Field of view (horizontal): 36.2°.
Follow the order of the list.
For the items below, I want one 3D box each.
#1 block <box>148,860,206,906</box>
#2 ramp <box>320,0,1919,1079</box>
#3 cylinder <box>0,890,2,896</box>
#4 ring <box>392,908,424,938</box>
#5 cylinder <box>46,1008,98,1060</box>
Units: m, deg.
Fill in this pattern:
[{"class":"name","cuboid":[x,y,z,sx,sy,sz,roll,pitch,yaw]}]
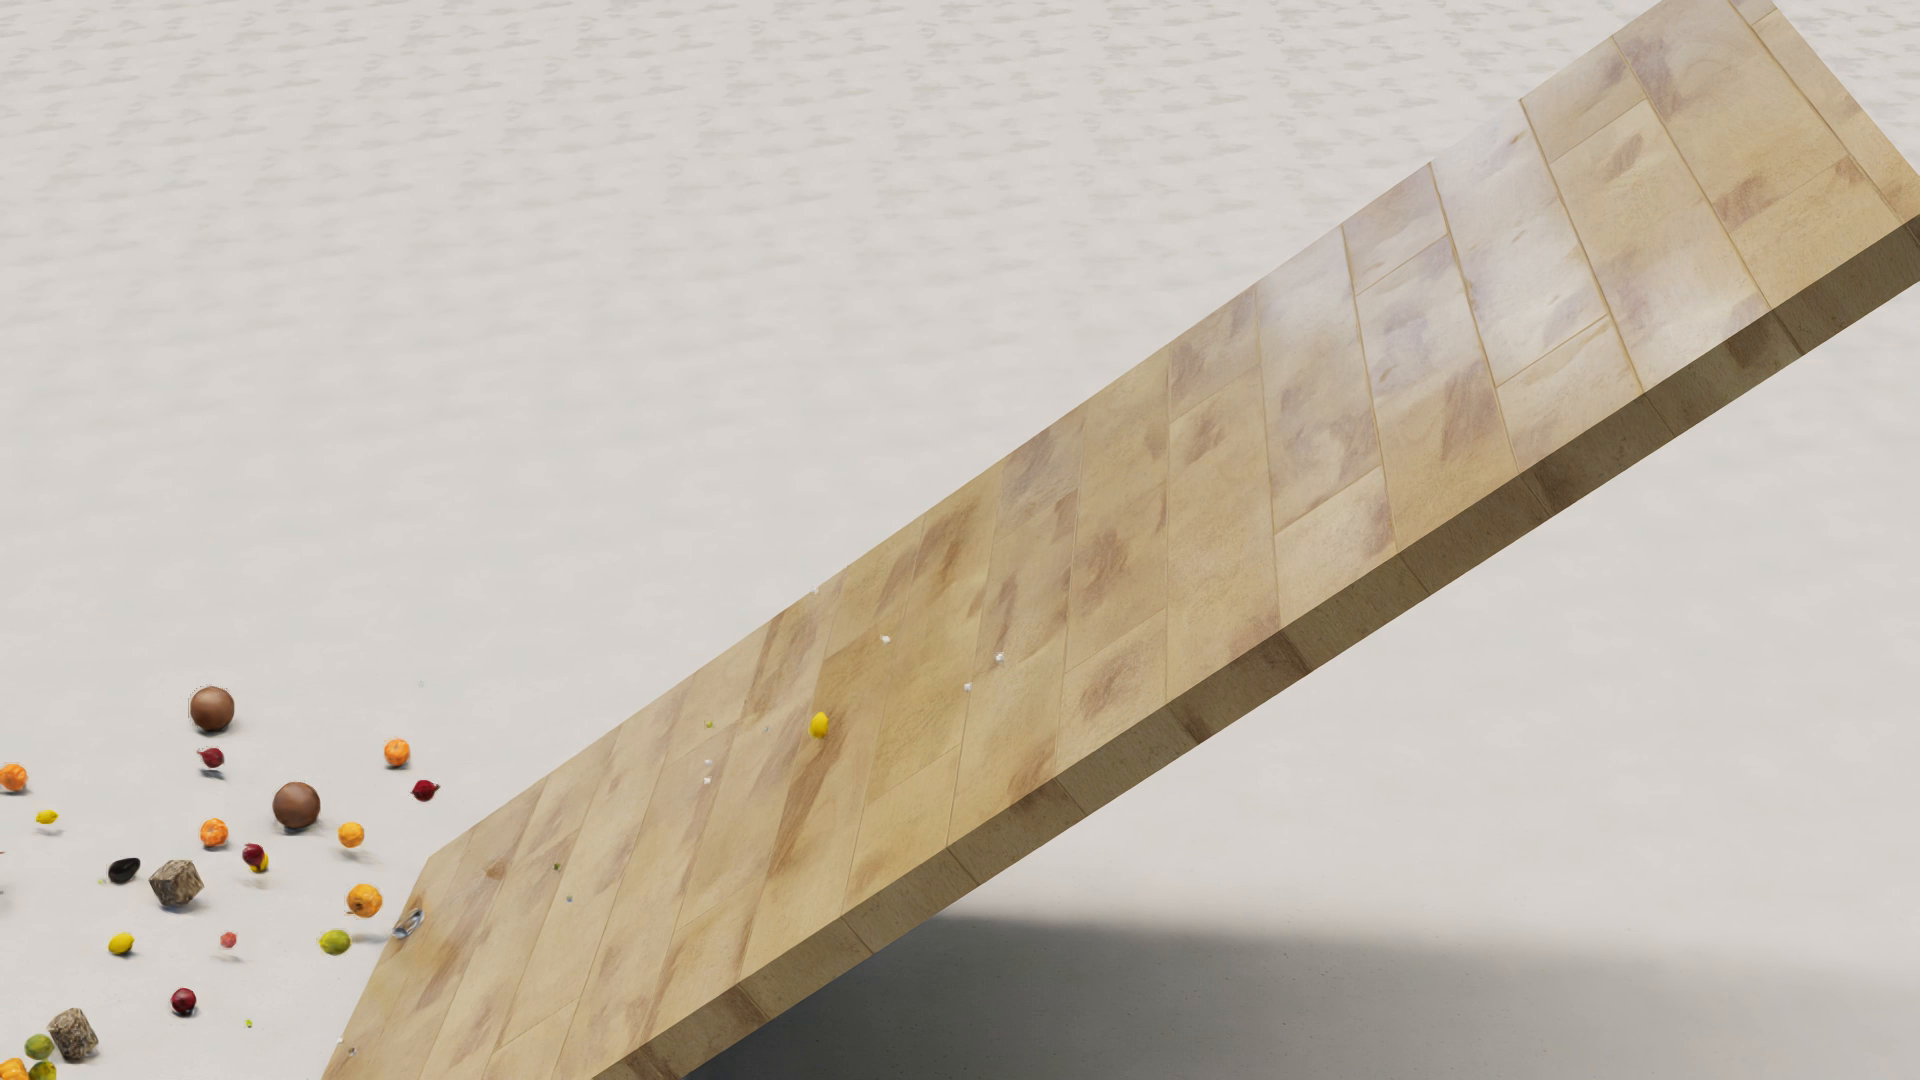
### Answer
[{"class":"block","cuboid":[-2.052,0.899,7.706,0.086,0.086,0.086,-2,30,35]},{"class":"ramp","cuboid":[0.127,0.180,6.325,4.000,0.100,2.000,-35,16,17]},{"class":"cylinder","cuboid":[-2.565,0.906,7.697,0.091,0.091,0.091,-12,33,-25]},{"class":"ring","cuboid":[-1.379,0.958,7.352,0.095,0.032,0.095,-35,15,11]},{"class":"cylinder","cuboid":[-2.126,1.184,7.049,0.089,0.089,0.089,-19,21,8]}]
